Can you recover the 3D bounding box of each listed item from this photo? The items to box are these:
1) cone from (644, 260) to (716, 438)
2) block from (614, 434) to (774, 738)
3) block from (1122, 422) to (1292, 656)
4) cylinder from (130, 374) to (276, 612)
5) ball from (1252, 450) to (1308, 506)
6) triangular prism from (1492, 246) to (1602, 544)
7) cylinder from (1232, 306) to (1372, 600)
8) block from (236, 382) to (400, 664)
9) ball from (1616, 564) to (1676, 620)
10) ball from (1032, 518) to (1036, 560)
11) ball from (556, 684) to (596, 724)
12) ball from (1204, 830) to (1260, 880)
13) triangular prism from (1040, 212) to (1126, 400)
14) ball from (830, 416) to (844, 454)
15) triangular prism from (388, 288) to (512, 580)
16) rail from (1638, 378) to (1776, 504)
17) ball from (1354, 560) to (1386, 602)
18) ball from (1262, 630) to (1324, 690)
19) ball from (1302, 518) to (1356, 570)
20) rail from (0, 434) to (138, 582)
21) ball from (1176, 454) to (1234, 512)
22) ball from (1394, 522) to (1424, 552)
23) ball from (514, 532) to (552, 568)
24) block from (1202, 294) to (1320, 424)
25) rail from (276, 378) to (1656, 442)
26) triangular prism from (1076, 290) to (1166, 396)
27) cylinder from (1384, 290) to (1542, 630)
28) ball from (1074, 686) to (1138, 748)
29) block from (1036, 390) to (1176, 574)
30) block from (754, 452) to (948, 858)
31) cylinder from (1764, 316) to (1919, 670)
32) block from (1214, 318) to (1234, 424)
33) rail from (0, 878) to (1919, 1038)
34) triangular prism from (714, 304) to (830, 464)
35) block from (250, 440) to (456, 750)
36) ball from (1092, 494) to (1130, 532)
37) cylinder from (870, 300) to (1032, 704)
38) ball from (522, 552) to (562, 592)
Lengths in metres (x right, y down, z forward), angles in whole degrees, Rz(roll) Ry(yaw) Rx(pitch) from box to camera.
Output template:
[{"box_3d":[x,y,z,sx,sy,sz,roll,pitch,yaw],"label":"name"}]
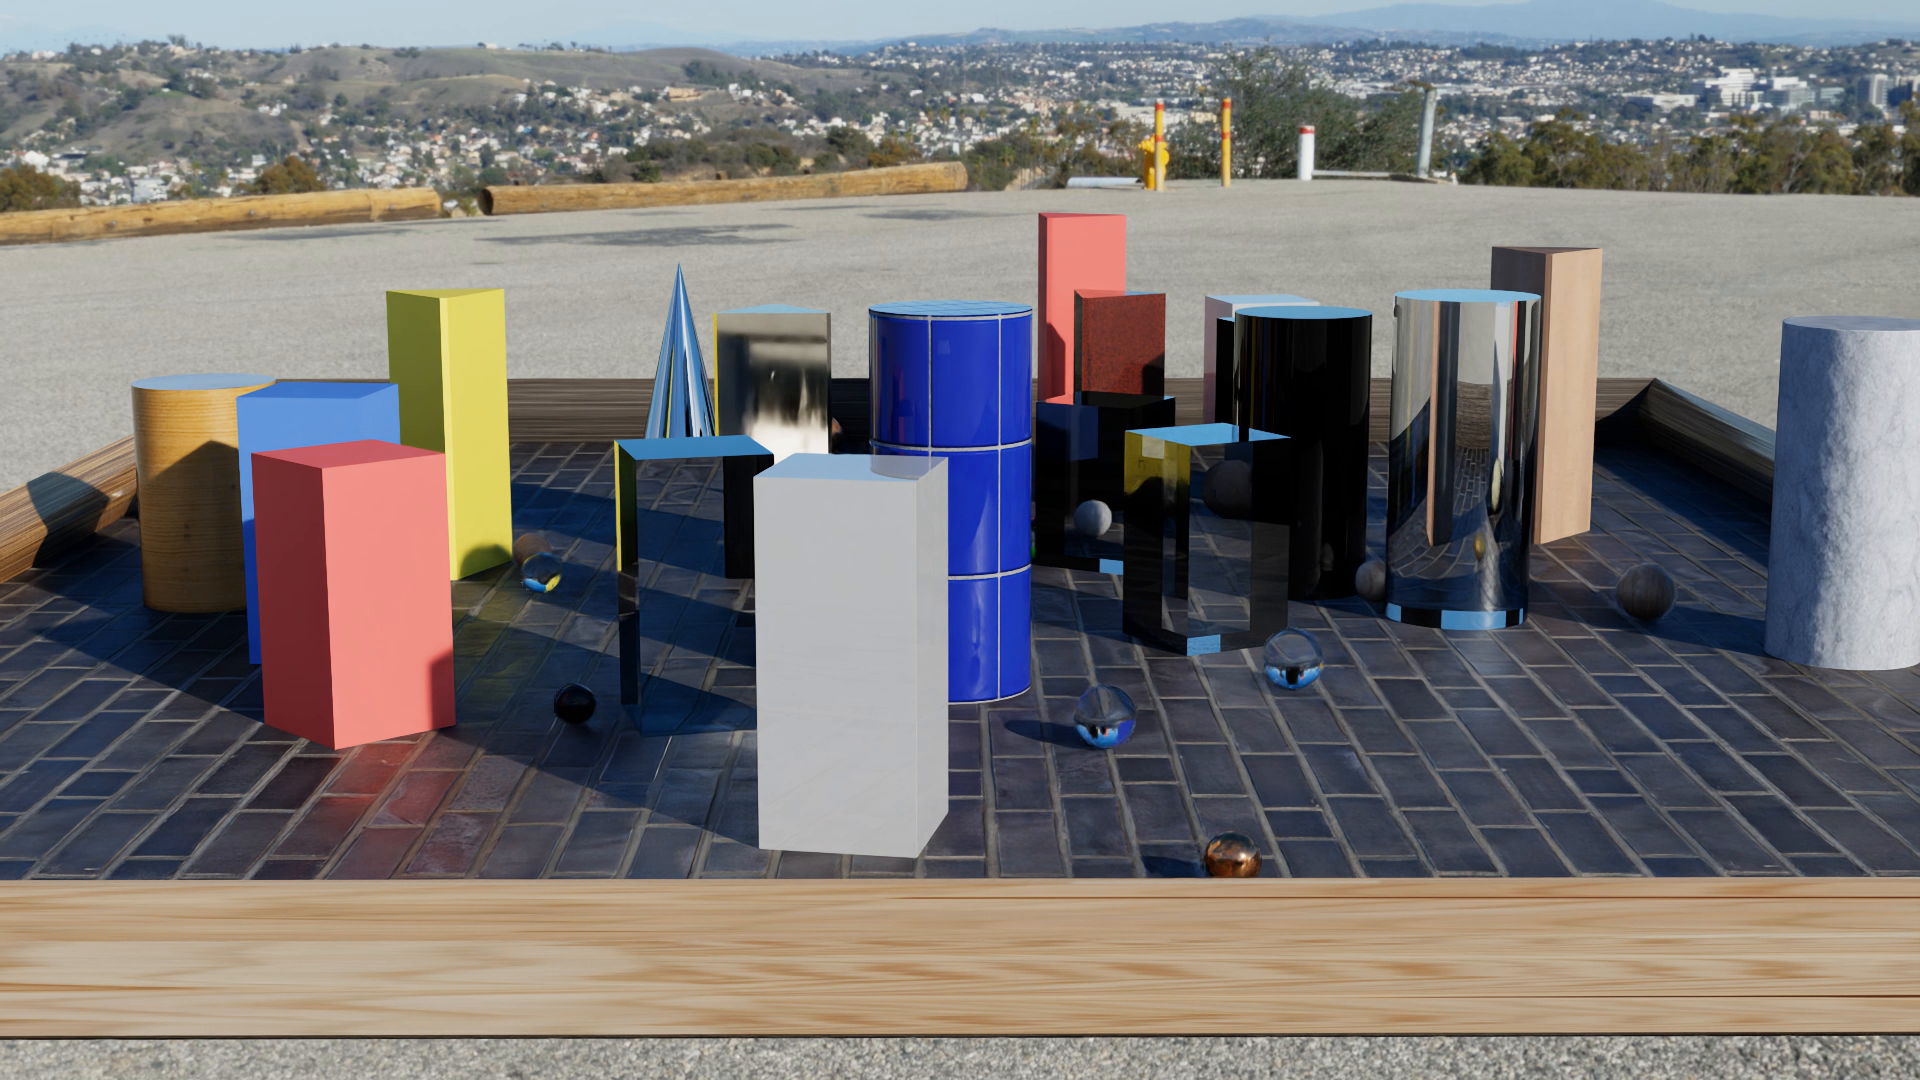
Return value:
[{"box_3d":[-0.439,-0.229,4.042,0.189,0.420,0.189,0,11,0],"label":"cone"},{"box_3d":[-0.295,0.048,2.865,0.151,0.307,0.151,-3,11,-16],"label":"block"},{"box_3d":[0.312,-0.004,3.262,0.151,0.264,0.151,-6,12,-28],"label":"block"},{"box_3d":[-1.024,-0.067,3.501,0.189,0.300,0.189,0,11,0],"label":"cylinder"},{"box_3d":[0.530,-0.102,4.253,0.092,0.092,0.092,0,11,0],"label":"ball"},{"box_3d":[0.884,-0.231,3.990,0.142,0.443,0.164,9,14,41],"label":"triangular prism"},{"box_3d":[0.474,-0.124,3.572,0.189,0.386,0.189,0,11,0],"label":"cylinder"},{"box_3d":[-0.788,-0.022,3.181,0.151,0.329,0.151,1,11,6],"label":"block"},{"box_3d":[0.906,0.068,3.390,0.075,0.075,0.075,0,11,0],"label":"ball"},{"box_3d":[0.100,-0.001,3.799,0.062,0.062,0.062,0,11,0],"label":"ball"},{"box_3d":[-0.429,0.183,2.859,0.044,0.044,0.044,0,11,0],"label":"ball"},{"box_3d":[0.244,0.285,2.295,0.050,0.050,0.050,0,11,0],"label":"ball"},{"box_3d":[0.181,-0.340,4.517,0.164,0.464,0.142,-7,13,-33],"label":"triangular prism"},{"box_3d":[-0.259,-0.190,4.736,0.088,0.088,0.088,0,11,0],"label":"ball"},{"box_3d":[-0.720,-0.160,3.724,0.142,0.401,0.164,-9,14,-39],"label":"triangular prism"},{"box_3d":[1.333,0.030,3.457,0.045,0.123,3.095,0,11,0],"label":"rail"},{"box_3d":[0.568,0.056,3.505,0.057,0.057,0.057,0,11,0],"label":"ball"},{"box_3d":[0.391,0.140,3.012,0.071,0.071,0.071,0,11,0],"label":"ball"},{"box_3d":[0.535,0.007,3.719,0.076,0.076,0.076,0,11,0],"label":"ball"},{"box_3d":[-1.333,0.033,3.442,0.045,0.123,3.095,0,11,0],"label":"rail"},{"box_3d":[0.403,-0.095,4.210,0.095,0.095,0.095,0,11,0],"label":"ball"},{"box_3d":[0.675,-0.004,3.859,0.044,0.044,0.044,0,11,0],"label":"ball"},{"box_3d":[-0.618,0.017,3.712,0.057,0.057,0.057,0,11,0],"label":"ball"},{"box_3d":[0.509,-0.244,4.365,0.151,0.332,0.151,-2,11,-12],"label":"block"},{"box_3d":[-0.009,-0.248,4.947,2.714,0.123,0.045,0,11,0],"label":"rail"},{"box_3d":[0.233,-0.239,4.287,0.164,0.350,0.142,-7,13,-32],"label":"triangular prism"},{"box_3d":[0.662,-0.110,3.387,0.189,0.426,0.189,0,11,0],"label":"cylinder"},{"box_3d":[0.156,0.190,2.756,0.068,0.068,0.068,0,11,0],"label":"ball"},{"box_3d":[0.213,-0.087,3.766,0.151,0.241,0.151,6,12,30],"label":"block"},{"box_3d":[-0.100,0.105,2.432,0.151,0.353,0.151,2,11,11],"label":"block"},{"box_3d":[1.102,-0.062,3.167,0.189,0.412,0.189,0,11,0],"label":"cylinder"},{"box_3d":[0.501,-0.180,4.031,0.151,0.328,0.151,-4,11,-19],"label":"block"},{"box_3d":[0.009,0.311,1.951,2.714,0.123,0.045,0,11,0],"label":"rail"},{"box_3d":[-0.270,-0.152,3.754,0.164,0.374,0.142,0,11,-2],"label":"triangular prism"},{"box_3d":[-0.668,0.055,2.830,0.151,0.305,0.151,-10,14,-43],"label":"block"},{"box_3d":[0.236,-0.043,4.027,0.059,0.059,0.059,0,11,0],"label":"ball"},{"box_3d":[-0.011,-0.048,2.999,0.189,0.447,0.189,0,11,0],"label":"cylinder"},{"box_3d":[-0.581,0.045,3.565,0.056,0.056,0.056,0,11,0],"label":"ball"}]
